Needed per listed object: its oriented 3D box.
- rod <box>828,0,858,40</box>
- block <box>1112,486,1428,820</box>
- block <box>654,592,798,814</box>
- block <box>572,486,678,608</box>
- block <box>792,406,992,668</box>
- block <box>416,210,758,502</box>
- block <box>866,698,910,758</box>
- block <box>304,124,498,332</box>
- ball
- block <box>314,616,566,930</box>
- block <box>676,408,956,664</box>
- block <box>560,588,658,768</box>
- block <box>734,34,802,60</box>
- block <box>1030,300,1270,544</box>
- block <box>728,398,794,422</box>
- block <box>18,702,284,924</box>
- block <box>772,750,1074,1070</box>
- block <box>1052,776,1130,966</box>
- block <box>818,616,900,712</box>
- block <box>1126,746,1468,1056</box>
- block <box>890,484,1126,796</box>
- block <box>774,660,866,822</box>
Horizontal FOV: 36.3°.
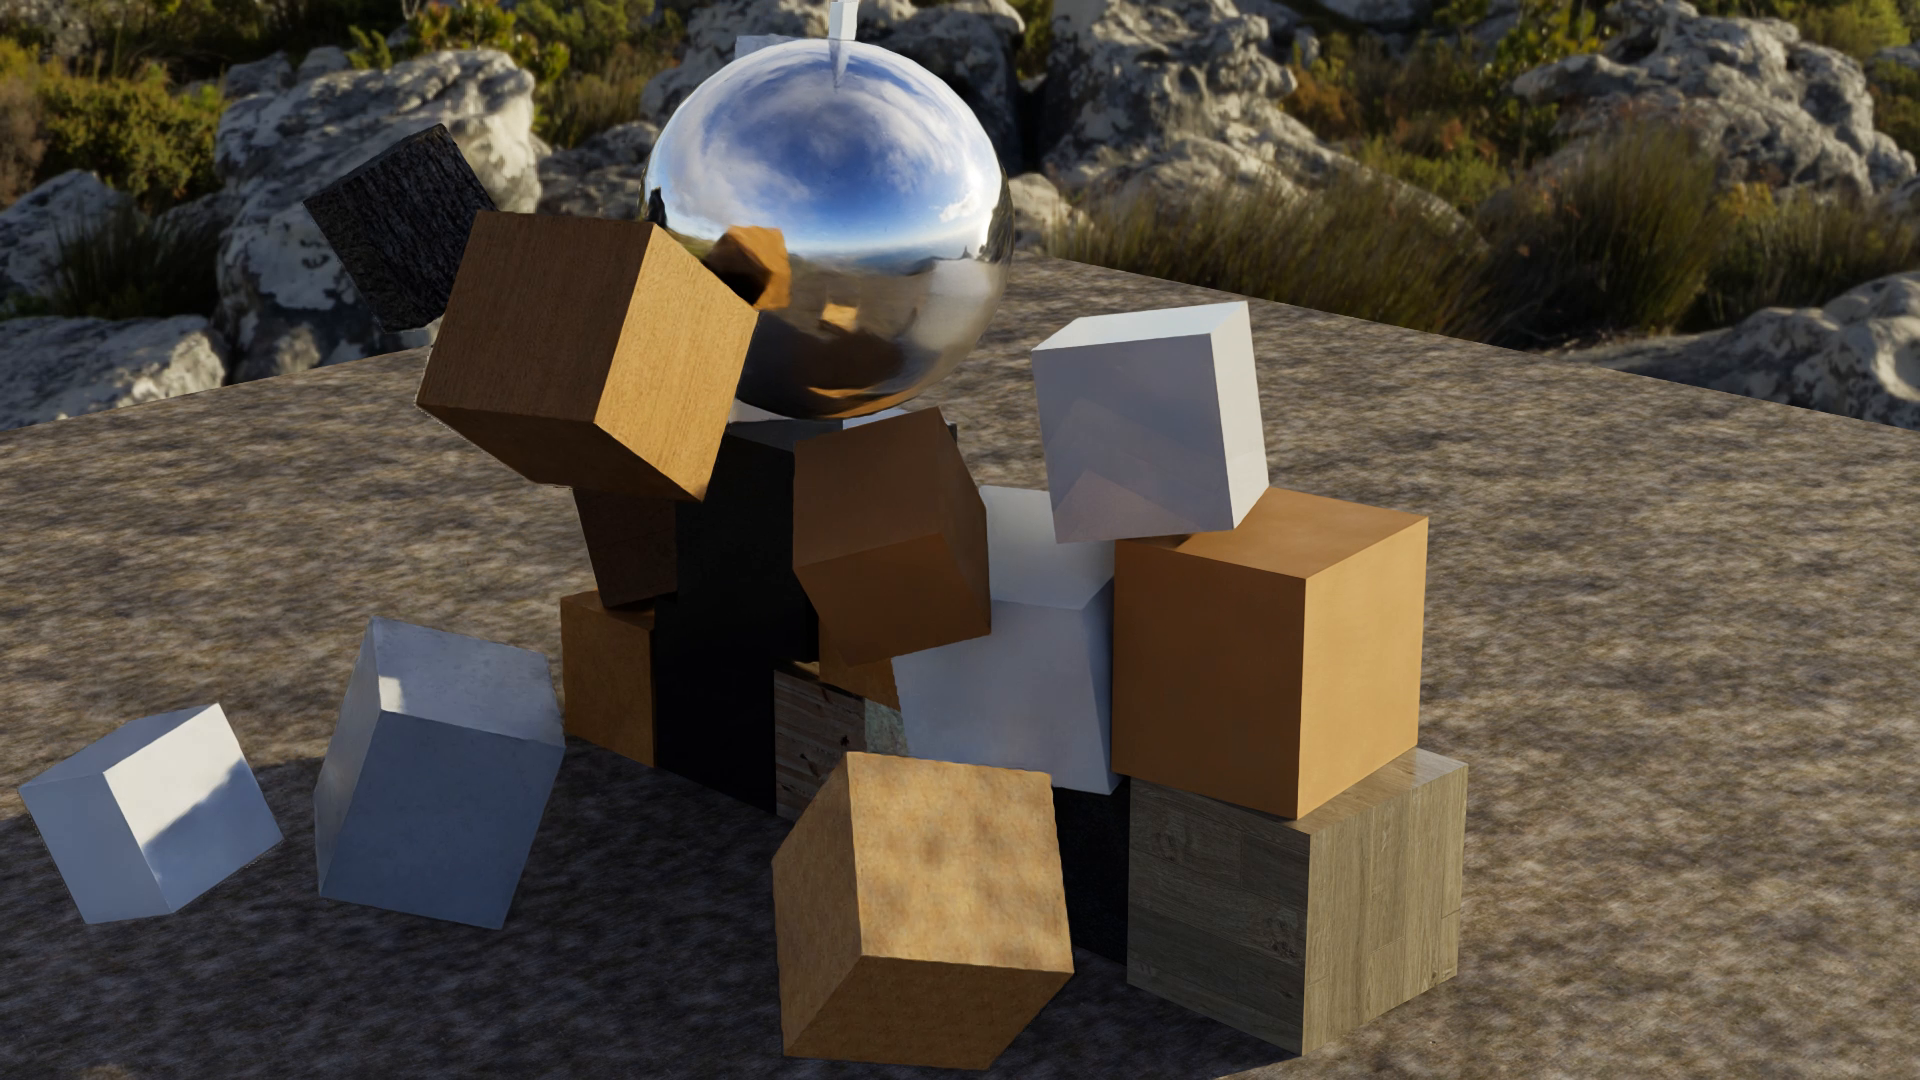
[{"bbox_3d":[-0.246,-4.612,11.634,0.080,5.200,0.080,17,16,42],"label":"rod"},{"bbox_3d":[1.278,0.429,12.093,0.880,1.006,1.013,12,21,34],"label":"block"},{"bbox_3d":[-0.928,0.719,14.546,0.786,0.896,0.863,-16,23,-43],"label":"block"},{"bbox_3d":[-1.351,-0.211,14.750,0.794,0.854,0.834,-16,2,-42],"label":"block"},{"bbox_3d":[-0.274,-0.011,11.918,0.618,0.642,0.698,-14,46,12],"label":"block"},{"bbox_3d":[-1.388,-0.688,11.031,0.799,0.785,0.807,7,-17,28],"label":"block"},{"bbox_3d":[0.208,1.096,13.472,0.941,0.831,0.861,-17,24,-42],"label":"block"},{"bbox_3d":[-2.369,-1.346,12.730,0.547,0.678,0.654,-36,16,-19],"label":"block"},{"bbox_3d":[-0.569,-1.301,12.337,1.600,1.600,1.600,0,17,0],"label":"ball"},{"bbox_3d":[-2.313,1.024,12.947,0.810,0.947,0.857,14,22,-20],"label":"block"},{"bbox_3d":[-0.687,-0.088,13.959,0.935,0.985,0.961,-14,21,-41],"label":"block"},{"bbox_3d":[-1.508,0.637,15.103,0.795,0.728,0.715,-17,24,-42],"label":"block"},{"bbox_3d":[-0.688,-1.984,13.374,0.581,0.552,0.603,5,7,-22],"label":"block"},{"bbox_3d":[0.796,-0.493,12.060,0.733,0.794,0.832,-5,12,17],"label":"block"},{"bbox_3d":[-0.984,-0.970,14.081,0.684,0.643,0.724,-4,16,-15],"label":"block"},{"bbox_3d":[-3.330,1.128,12.087,0.613,0.639,0.627,-11,17,40],"label":"block"},{"bbox_3d":[-0.153,1.332,10.436,0.772,0.831,0.781,8,54,-21],"label":"block"},{"bbox_3d":[0.761,1.229,12.854,0.794,0.868,0.841,16,30,42],"label":"block"},{"bbox_3d":[-0.150,0.278,13.385,0.705,0.782,0.709,-16,23,-40],"label":"block"},{"bbox_3d":[1.409,1.401,12.284,0.941,0.962,1.050,17,24,42],"label":"block"},{"bbox_3d":[0.363,0.407,12.552,0.962,0.879,0.947,6,31,29],"label":"block"},{"bbox_3d":[-0.367,0.969,14.023,0.732,0.743,0.728,-17,24,-42],"label":"block"}]
